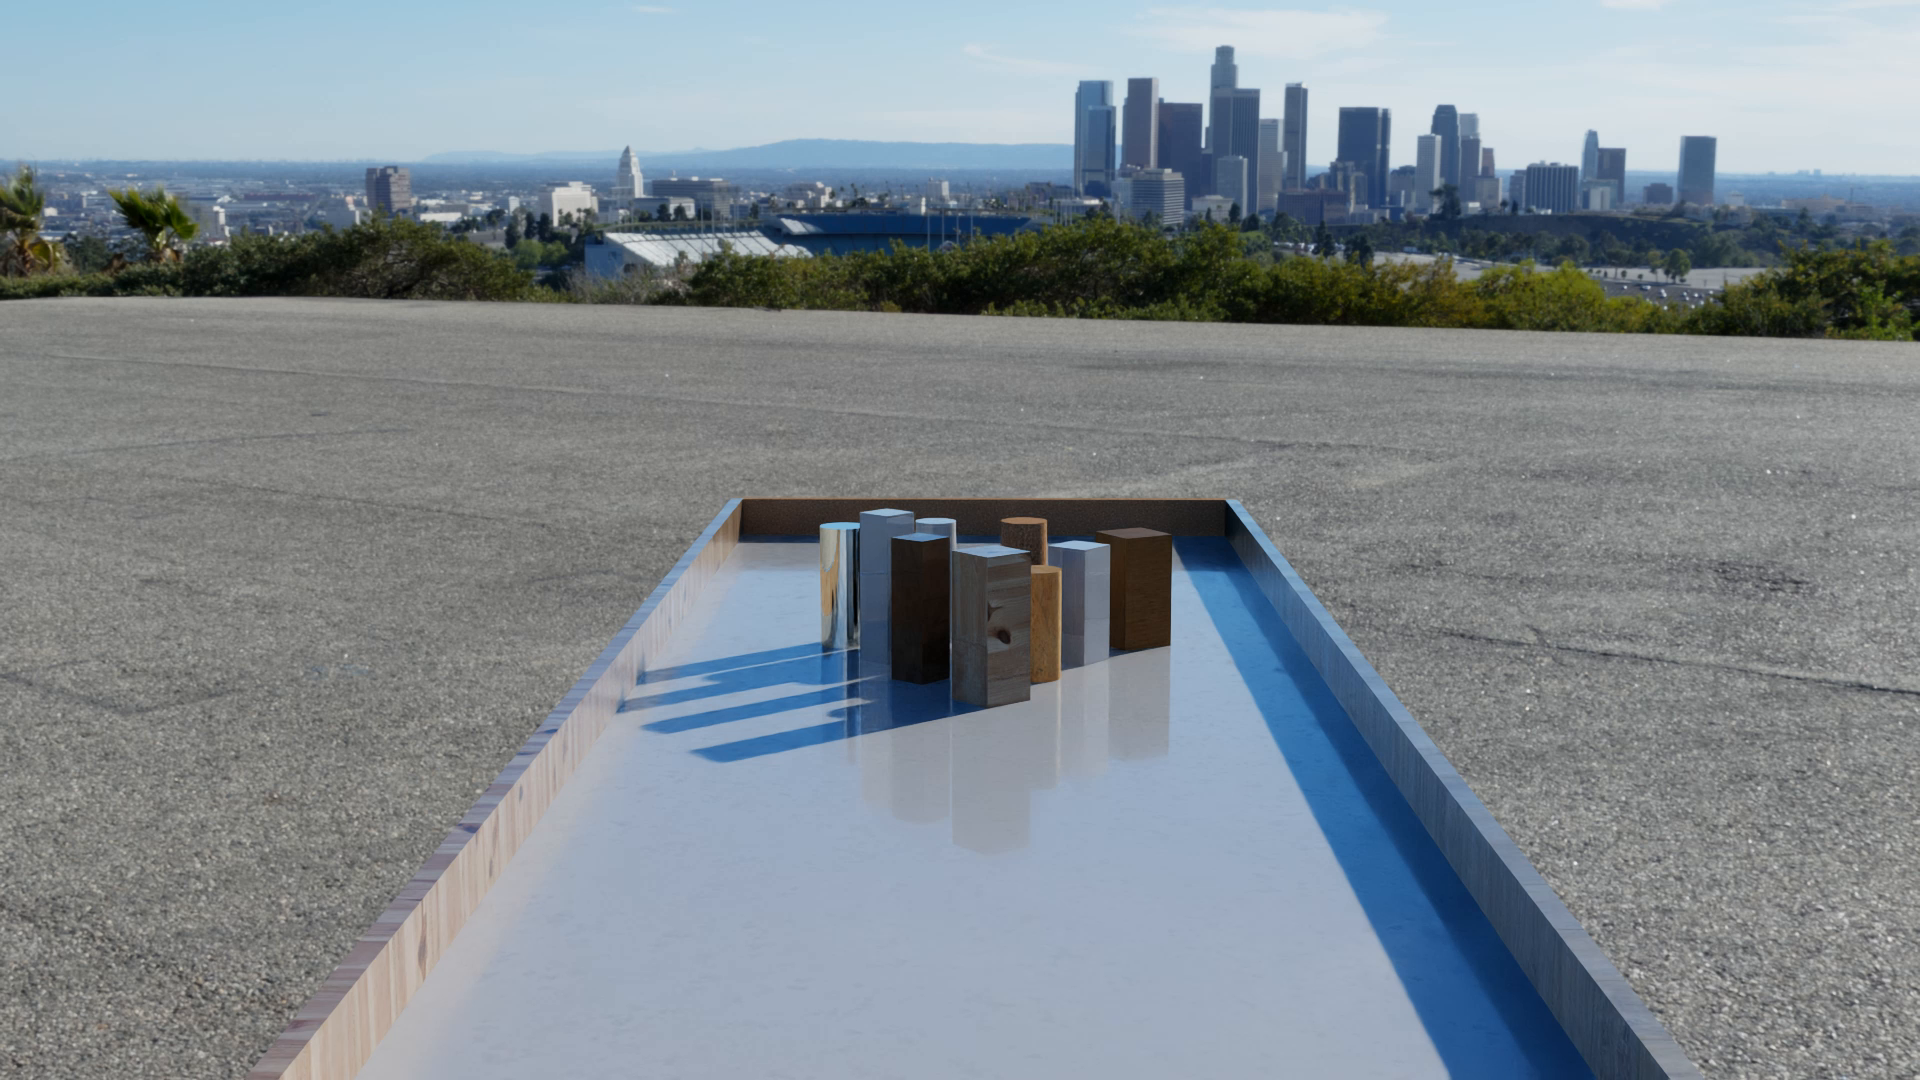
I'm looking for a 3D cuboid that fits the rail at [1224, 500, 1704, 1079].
[{"bbox_3d":[1.046,0.843,3.208,0.050,0.150,12.000,0,9,1],"label":"rail"}]

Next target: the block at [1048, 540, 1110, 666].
[{"bbox_3d":[0.361,0.190,6.678,0.135,0.354,0.135,7,11,37],"label":"block"}]

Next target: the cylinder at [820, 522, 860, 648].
[{"bbox_3d":[-0.366,0.141,6.915,0.146,0.376,0.146,0,9,0],"label":"cylinder"}]

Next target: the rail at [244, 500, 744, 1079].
[{"bbox_3d":[-1.004,0.839,3.234,0.050,0.150,12.000,0,9,1],"label":"rail"}]

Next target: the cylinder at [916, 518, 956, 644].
[{"bbox_3d":[-0.076,0.130,6.965,0.129,0.384,0.129,0,9,0],"label":"cylinder"}]

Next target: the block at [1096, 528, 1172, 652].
[{"bbox_3d":[0.545,0.152,6.921,0.173,0.353,0.173,-5,10,-29],"label":"block"}]

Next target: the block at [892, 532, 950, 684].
[{"bbox_3d":[-0.115,0.199,6.415,0.120,0.419,0.120,8,12,40],"label":"block"}]

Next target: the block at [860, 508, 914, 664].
[{"bbox_3d":[-0.221,0.140,6.681,0.117,0.453,0.117,8,12,42],"label":"block"}]

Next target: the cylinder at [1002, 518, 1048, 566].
[{"bbox_3d":[0.202,0.131,6.940,0.144,0.389,0.144,0,9,0],"label":"cylinder"}]

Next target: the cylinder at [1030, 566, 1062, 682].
[{"bbox_3d":[0.224,0.244,6.438,0.144,0.322,0.144,0,9,0],"label":"cylinder"}]

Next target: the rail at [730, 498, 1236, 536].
[{"bbox_3d":[0.099,-0.098,9.147,2.100,0.150,0.050,0,9,1],"label":"rail"}]

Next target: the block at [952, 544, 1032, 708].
[{"bbox_3d":[0.087,0.239,6.150,0.156,0.423,0.156,-7,12,-38],"label":"block"}]
